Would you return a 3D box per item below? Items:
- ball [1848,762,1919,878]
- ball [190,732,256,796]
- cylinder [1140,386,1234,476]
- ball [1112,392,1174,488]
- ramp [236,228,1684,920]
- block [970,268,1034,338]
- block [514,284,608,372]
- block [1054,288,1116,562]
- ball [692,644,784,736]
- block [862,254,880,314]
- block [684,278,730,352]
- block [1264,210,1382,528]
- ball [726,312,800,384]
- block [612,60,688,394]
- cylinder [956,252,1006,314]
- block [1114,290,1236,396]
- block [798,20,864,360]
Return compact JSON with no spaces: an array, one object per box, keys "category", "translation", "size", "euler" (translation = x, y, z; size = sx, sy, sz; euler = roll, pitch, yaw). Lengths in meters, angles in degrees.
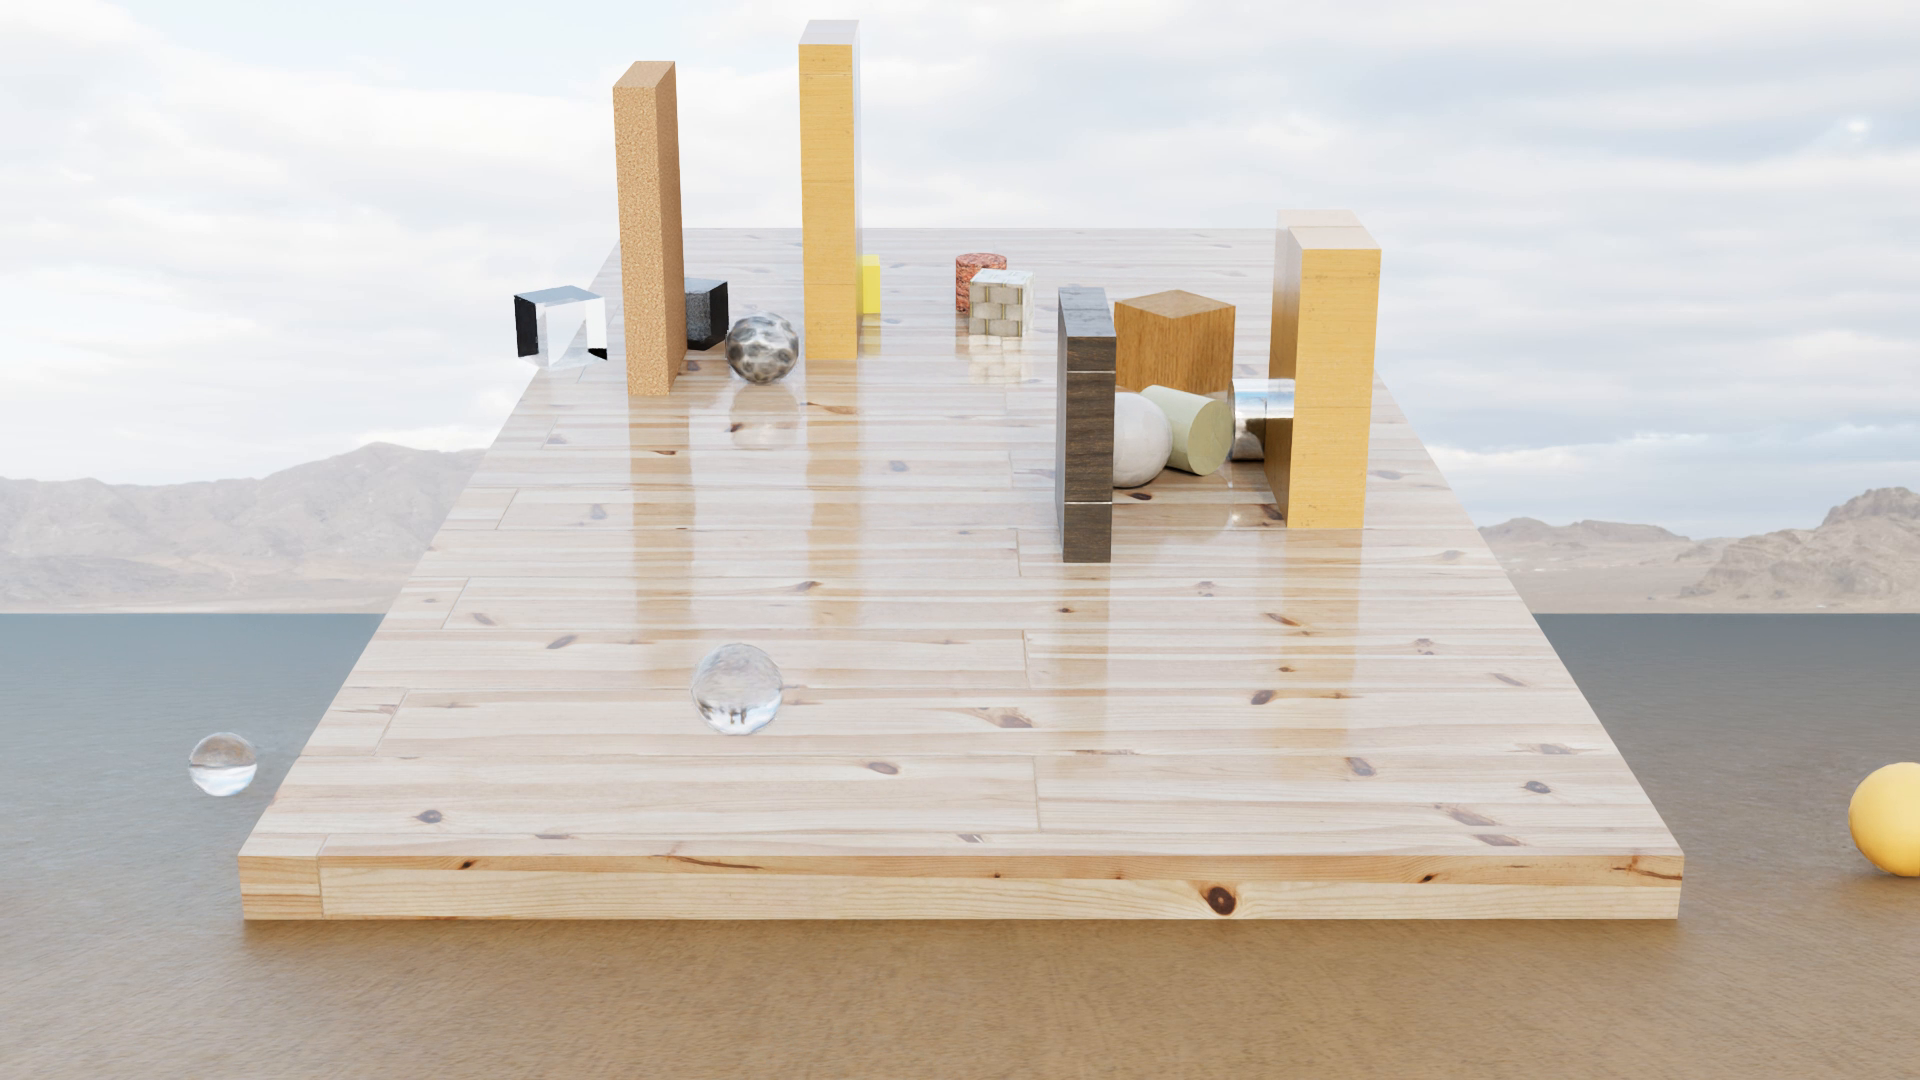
[{"category":"ball","translation":[1.536,0.452,3.672],"size":[0.185,0.185,0.185],"euler":[0,-2,0]},{"category":"ball","translation":[-1.694,0.516,5.217],"size":[0.148,0.148,0.148],"euler":[0,-2,0]},{"category":"cylinder","translation":[0.456,-0.229,4.711],"size":[0.159,0.159,0.159],"euler":[18,10,40]},{"category":"ball","translation":[0.334,-0.202,4.588],"size":[0.193,0.193,0.193],"euler":[0,-2,0]},{"category":"ramp","translation":[-0.005,-0.209,5.028],"size":[2.000,0.100,4.000],"euler":[0,20,0]},{"category":"block","translation":[0.107,-0.600,5.747],"size":[0.138,0.138,0.138],"euler":[5,21,13]},{"category":"block","translation":[-0.963,-0.511,5.473],"size":[0.158,0.158,0.158],"euler":[-15,25,-36]},{"category":"block","translation":[0.235,-0.224,4.301],"size":[0.088,0.432,0.366],"euler":[0,20,0]},{"category":"ball","translation":[-0.342,0.229,3.489],"size":[0.142,0.142,0.142],"euler":[0,-2,0]},{"category":"block","translation":[-0.274,-0.672,5.959],"size":[0.125,0.125,0.125],"euler":[-1,20,-4]},{"category":"block","translation":[-0.670,-0.563,5.633],"size":[0.143,0.143,0.143],"euler":[7,21,18]},{"category":"block","translation":[0.705,-0.341,4.452],"size":[0.146,0.549,0.351],"euler":[0,20,0]},{"category":"ball","translation":[-0.459,-0.448,5.284],"size":[0.170,0.170,0.170],"euler":[0,-2,0]},{"category":"block","translation":[-0.717,-0.731,5.281],"size":[0.094,0.703,0.392],"euler":[0,20,0]},{"category":"cylinder","translation":[0.055,-0.671,5.946],"size":[0.134,0.134,0.134],"euler":[0,20,0]},{"category":"block","translation":[0.495,-0.452,5.261],"size":[0.197,0.197,0.197],"euler":[-15,25,-35]},{"category":"block","translation":[-0.313,-0.868,5.581],"size":[0.125,0.754,0.440],"euler":[0,20,0]}]
